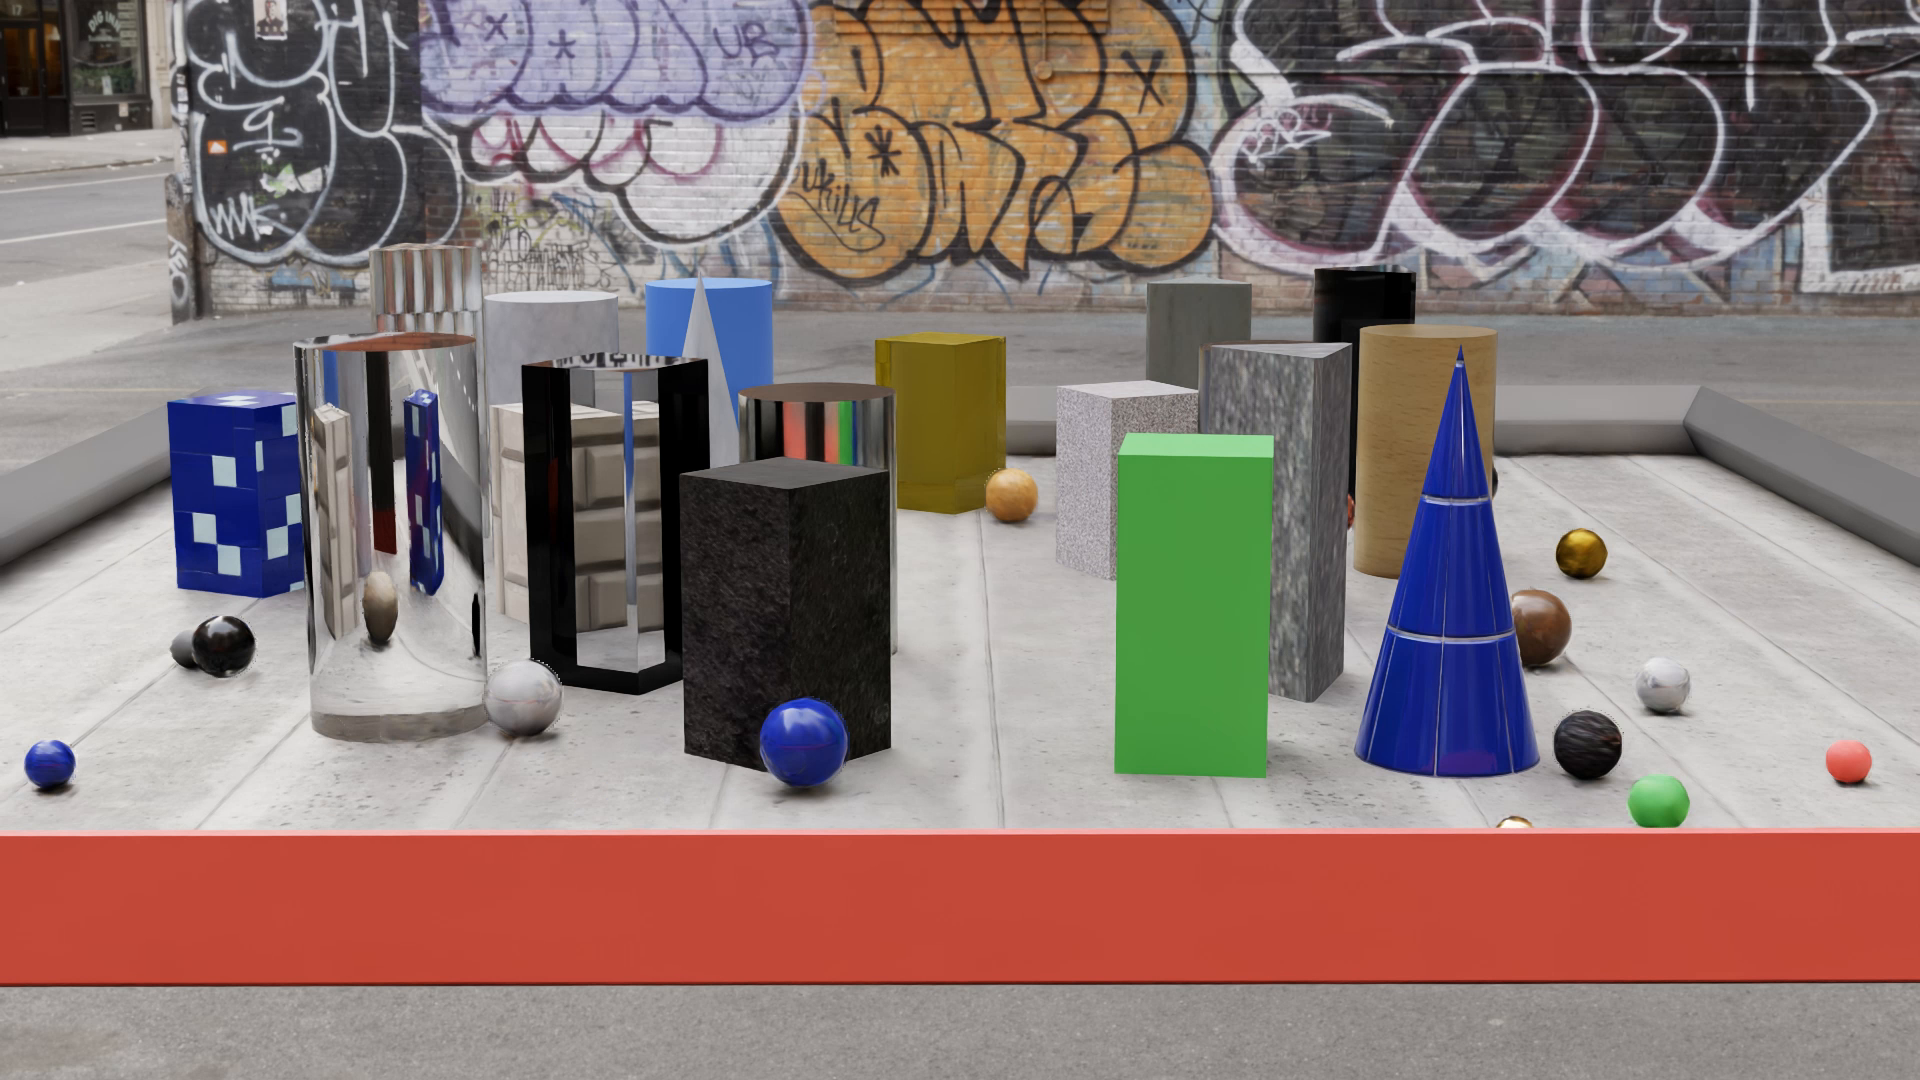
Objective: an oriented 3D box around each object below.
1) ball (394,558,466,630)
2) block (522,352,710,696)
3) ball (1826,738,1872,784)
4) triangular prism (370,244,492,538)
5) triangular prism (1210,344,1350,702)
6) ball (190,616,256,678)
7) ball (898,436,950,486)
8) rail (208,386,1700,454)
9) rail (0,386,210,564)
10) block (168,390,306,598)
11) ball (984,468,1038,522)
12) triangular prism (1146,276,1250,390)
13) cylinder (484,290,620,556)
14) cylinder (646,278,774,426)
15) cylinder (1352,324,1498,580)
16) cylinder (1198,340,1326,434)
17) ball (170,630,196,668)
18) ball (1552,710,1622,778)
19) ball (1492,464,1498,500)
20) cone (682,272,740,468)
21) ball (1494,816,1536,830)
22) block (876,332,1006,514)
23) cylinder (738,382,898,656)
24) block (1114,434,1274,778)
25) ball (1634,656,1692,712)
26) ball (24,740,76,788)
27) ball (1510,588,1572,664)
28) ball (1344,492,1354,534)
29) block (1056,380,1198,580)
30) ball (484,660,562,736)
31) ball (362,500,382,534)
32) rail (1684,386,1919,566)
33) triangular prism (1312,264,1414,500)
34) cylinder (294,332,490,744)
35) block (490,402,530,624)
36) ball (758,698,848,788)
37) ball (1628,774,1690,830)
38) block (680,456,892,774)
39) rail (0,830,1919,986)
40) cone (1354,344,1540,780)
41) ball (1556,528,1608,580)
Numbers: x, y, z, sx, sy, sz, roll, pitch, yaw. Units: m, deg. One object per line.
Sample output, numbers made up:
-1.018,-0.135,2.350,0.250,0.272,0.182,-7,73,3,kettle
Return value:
-0.692,0.070,3.349,0.093,0.093,0.093,0,11,0,ball
-0.407,-0.024,3.068,0.157,0.380,0.157,6,12,28,block
0.912,0.227,2.633,0.045,0.045,0.045,0,11,0,ball
-0.840,-0.231,3.989,0.170,0.451,0.147,-5,12,-25,triangular prism
0.407,-0.029,3.040,0.147,0.400,0.170,-9,14,-39,triangular prism
-0.885,0.128,3.084,0.075,0.075,0.075,0,11,0,ball
-0.062,-0.136,4.450,0.088,0.088,0.088,0,11,0,ball
-0.008,-0.223,4.831,2.822,0.127,0.045,0,11,0,rail
-1.387,0.034,3.441,0.045,0.127,2.858,0,11,0,rail
-0.997,-0.068,3.624,0.157,0.264,0.157,5,12,27,block
0.083,-0.072,4.129,0.087,0.087,0.087,0,11,0,ball
0.401,-0.258,4.360,0.170,0.369,0.147,1,11,3,triangular prism
-0.605,-0.170,3.834,0.196,0.388,0.196,0,11,0,cylinder
-0.390,-0.206,4.018,0.196,0.392,0.196,0,11,0,cylinder
0.675,-0.130,3.726,0.196,0.349,0.196,0,11,0,cylinder
0.419,-0.086,3.479,0.196,0.352,0.196,0,11,0,cylinder
-0.941,0.133,3.135,0.046,0.046,0.046,0,11,0,ball
0.648,0.211,2.650,0.070,0.070,0.070,0,11,0,ball
0.840,-0.096,4.234,0.096,0.096,0.096,0,11,0,ball
-0.361,-0.157,3.597,0.196,0.448,0.196,0,11,0,cone
0.515,0.276,2.378,0.040,0.040,0.040,0,11,0,ball
-0.032,-0.198,4.284,0.157,0.279,0.157,7,12,32,block
-0.176,-0.022,3.204,0.196,0.327,0.196,0,11,0,cylinder
0.248,0.066,2.708,0.157,0.335,0.157,1,11,7,block
0.800,0.164,2.923,0.063,0.063,0.063,0,11,0,ball
-0.927,0.228,2.612,0.050,0.050,0.050,0,11,0,ball
0.703,0.107,3.149,0.093,0.093,0.093,0,11,0,ball
0.568,-0.043,3.971,0.088,0.088,0.088,0,11,0,ball
0.248,-0.090,3.746,0.157,0.262,0.157,-5,12,-27,block
-0.479,0.174,2.814,0.084,0.084,0.084,0,11,0,ball
-0.908,-0.036,4.013,0.051,0.051,0.051,0,11,0,ball
1.387,0.031,3.457,0.045,0.127,2.858,0,11,0,rail
0.682,-0.246,4.208,0.170,0.401,0.147,6,12,29,triangular prism
-0.629,-0.007,2.847,0.196,0.427,0.196,0,11,0,cylinder
-0.516,-0.038,3.419,0.157,0.280,0.157,-7,13,-35,block
-0.158,0.205,2.596,0.090,0.090,0.090,0,11,0,ball
0.671,0.252,2.463,0.057,0.057,0.057,0,11,0,ball
-0.185,0.077,2.732,0.157,0.303,0.157,8,13,38,block
0.008,0.289,2.067,2.822,0.127,0.045,0,11,0,rail
0.520,0.012,2.705,0.196,0.441,0.196,0,11,0,cone
0.890,0.020,3.674,0.073,0.073,0.073,0,11,0,ball
